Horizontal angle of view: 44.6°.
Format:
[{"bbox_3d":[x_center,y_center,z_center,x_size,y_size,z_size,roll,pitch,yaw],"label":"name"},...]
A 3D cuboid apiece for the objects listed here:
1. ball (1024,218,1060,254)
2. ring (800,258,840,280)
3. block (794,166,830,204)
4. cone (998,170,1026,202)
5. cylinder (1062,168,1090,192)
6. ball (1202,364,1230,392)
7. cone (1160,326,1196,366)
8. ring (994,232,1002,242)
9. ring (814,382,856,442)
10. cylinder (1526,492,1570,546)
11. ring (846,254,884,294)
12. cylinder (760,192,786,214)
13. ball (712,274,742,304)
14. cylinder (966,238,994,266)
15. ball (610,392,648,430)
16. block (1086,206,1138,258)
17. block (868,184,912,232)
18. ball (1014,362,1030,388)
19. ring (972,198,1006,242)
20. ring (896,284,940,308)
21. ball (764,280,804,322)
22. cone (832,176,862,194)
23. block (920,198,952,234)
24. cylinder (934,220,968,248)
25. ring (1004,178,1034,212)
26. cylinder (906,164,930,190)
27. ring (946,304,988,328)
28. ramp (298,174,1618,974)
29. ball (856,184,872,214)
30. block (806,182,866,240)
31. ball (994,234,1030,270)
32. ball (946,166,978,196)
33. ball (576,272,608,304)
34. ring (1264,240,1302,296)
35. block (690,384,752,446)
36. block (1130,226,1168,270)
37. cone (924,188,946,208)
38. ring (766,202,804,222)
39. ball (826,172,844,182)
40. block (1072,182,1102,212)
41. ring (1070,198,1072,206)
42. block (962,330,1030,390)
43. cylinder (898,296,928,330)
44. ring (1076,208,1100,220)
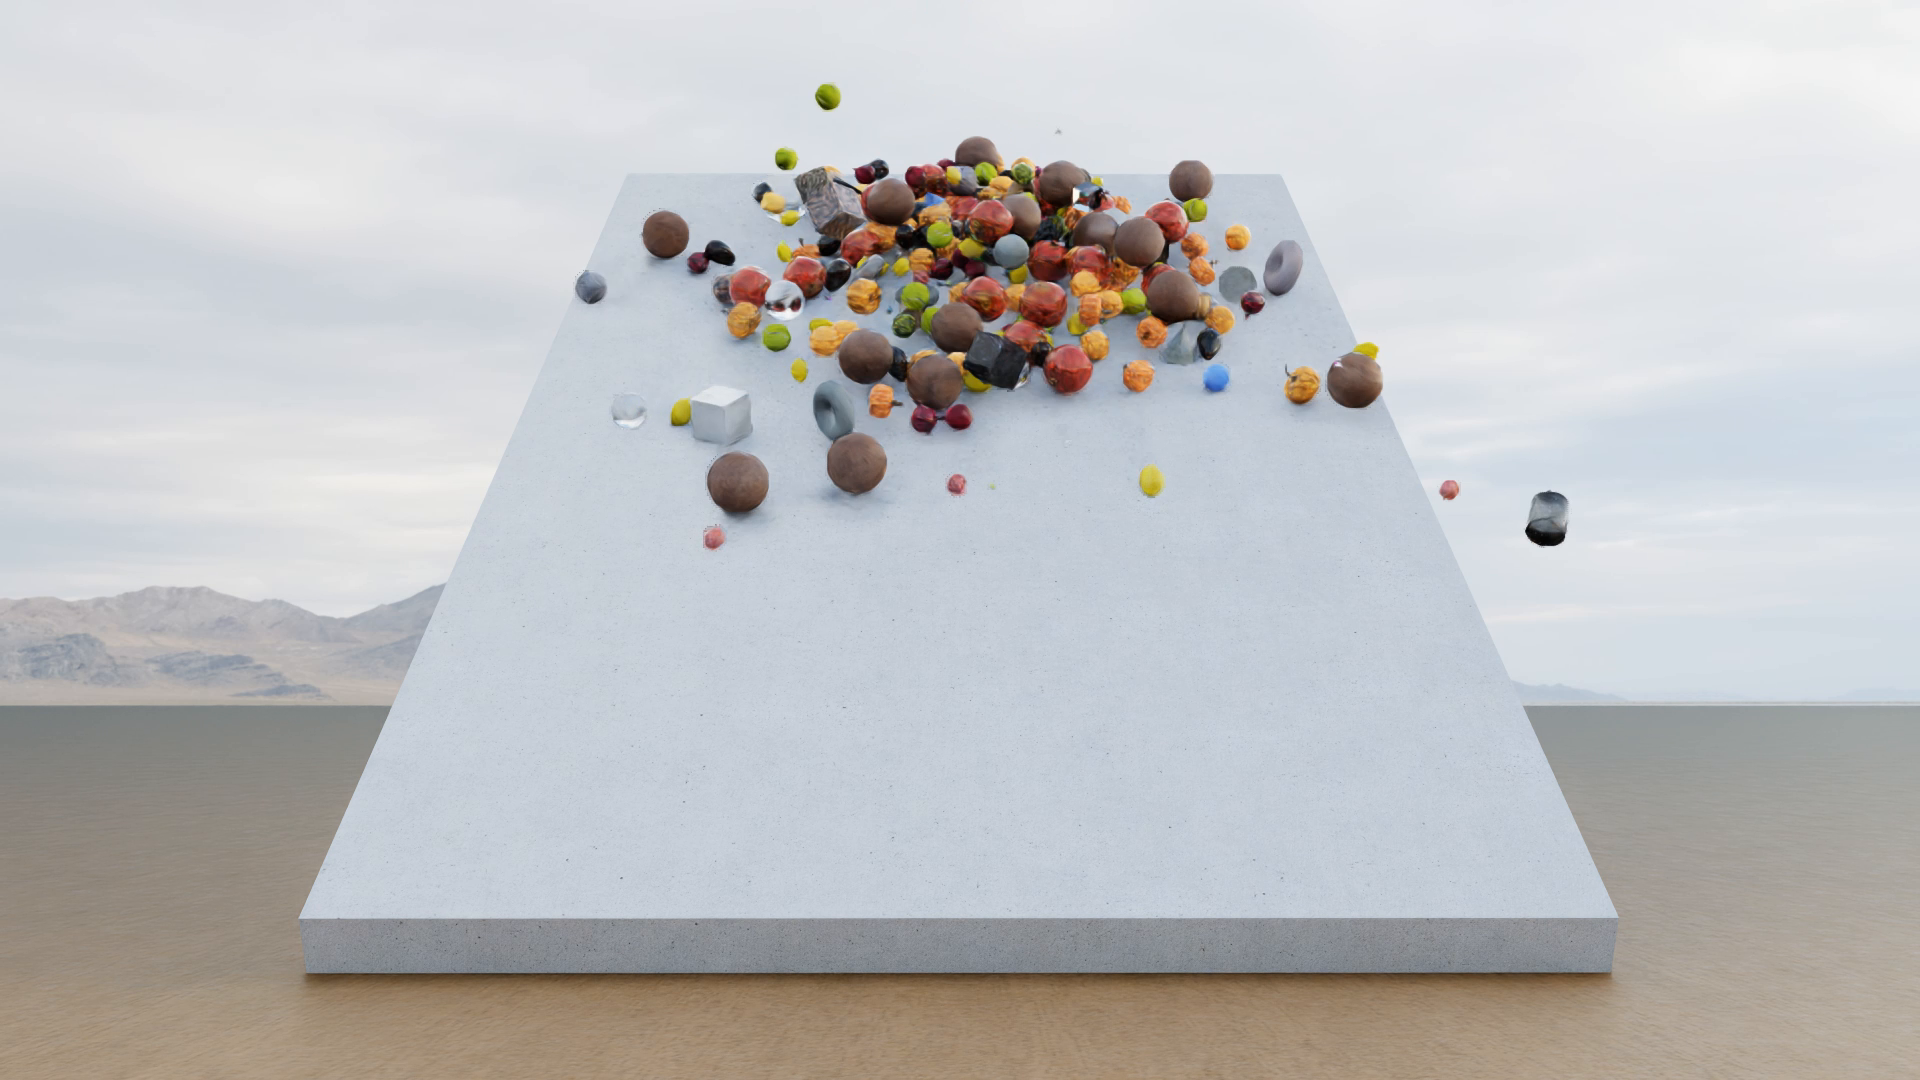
[{"bbox_3d":[0.226,-0.836,6.447,0.096,0.096,0.096,0,-4,0],"label":"ball"},{"bbox_3d":[-0.373,-0.725,6.278,0.109,0.036,0.109,-3,25,2],"label":"ring"},{"bbox_3d":[-0.428,-1.037,6.843,0.079,0.079,0.079,-24,6,-13],"label":"block"},{"bbox_3d":[0.139,-0.997,6.753,0.098,0.098,0.098,13,-42,12],"label":"cone"},{"bbox_3d":[0.327,-1.008,6.566,0.057,0.057,0.057,-3,18,33],"label":"cylinder"},{"bbox_3d":[0.603,-0.382,5.516,0.065,0.065,0.065,0,-4,0],"label":"ball"},{"bbox_3d":[0.537,-0.483,5.692,0.087,0.087,0.087,6,29,-3],"label":"cone"},{"bbox_3d":[0.080,-0.854,6.568,0.075,0.025,0.075,-1,29,1],"label":"ring"},{"bbox_3d":[-0.281,-0.286,5.217,0.046,0.139,0.139,-18,6,-30],"label":"ring"},{"bbox_3d":[1.370,-0.049,5.455,0.091,0.091,0.091,13,-41,12],"label":"cylinder"},{"bbox_3d":[-0.247,-0.690,6.091,0.042,0.126,0.126,43,-17,-13],"label":"ring"},{"bbox_3d":[-0.528,-0.954,6.631,0.052,0.052,0.052,17,-11,-28],"label":"cylinder"},{"bbox_3d":[-0.604,-0.653,6.074,0.077,0.077,0.077,0,-4,0],"label":"ball"},{"bbox_3d":[0.054,-0.777,6.339,0.057,0.057,0.057,-36,-13,11],"label":"cylinder"},{"bbox_3d":[-0.749,-0.292,5.295,0.083,0.083,0.083,0,-4,0],"label":"ball"},{"bbox_3d":[0.420,-0.847,6.447,0.090,0.090,0.090,38,39,20],"label":"block"},{"bbox_3d":[-0.201,-0.948,6.681,0.100,0.100,0.100,-9,27,-18],"label":"block"},{"bbox_3d":[0.125,-0.398,5.529,0.081,0.081,0.081,0,-4,0],"label":"ball"},{"bbox_3d":[0.081,-0.876,6.419,0.044,0.131,0.131,16,-12,-33],"label":"ring"},{"bbox_3d":[-0.110,-0.634,6.082,0.115,0.038,0.115,0,25,0],"label":"ring"},{"bbox_3d":[-0.433,-0.590,5.780,0.100,0.100,0.100,0,-4,0],"label":"ball"},{"bbox_3d":[-0.318,-0.996,6.698,0.083,0.083,0.083,4,-3,8],"label":"cone"},{"bbox_3d":[-0.070,-0.912,6.576,0.068,0.068,0.068,-9,-45,-16],"label":"block"},{"bbox_3d":[-0.025,-0.850,6.487,0.070,0.070,0.070,-1,11,21],"label":"cylinder"},{"bbox_3d":[0.167,-0.962,6.526,0.035,0.106,0.106,36,16,30],"label":"ring"},{"bbox_3d":[-0.125,-1.085,6.998,0.059,0.059,0.059,-17,1,0],"label":"cylinder"},{"bbox_3d":[0.018,-0.566,5.939,0.112,0.037,0.112,1,26,-1],"label":"ring"},{"bbox_3d":[-0.009,-0.229,5.380,2.000,0.100,4.000,0,25,0],"label":"ramp"},{"bbox_3d":[-0.277,-0.980,6.744,0.086,0.086,0.086,0,-4,0],"label":"ball"},{"bbox_3d":[-0.300,-0.794,5.650,0.091,0.091,0.091,-33,-26,28],"label":"block"},{"bbox_3d":[0.130,-0.729,5.939,0.091,0.091,0.091,0,-4,0],"label":"ball"},{"bbox_3d":[0.007,-1.015,6.622,0.088,0.088,0.088,0,-4,0],"label":"ball"},{"bbox_3d":[-0.955,-0.653,6.067,0.081,0.081,0.081,0,-4,0],"label":"ball"},{"bbox_3d":[0.846,-0.713,6.127,0.050,0.150,0.150,14,-9,-20],"label":"ring"},{"bbox_3d":[-0.534,-0.279,5.243,0.095,0.095,0.095,13,30,29],"label":"block"},{"bbox_3d":[0.514,-0.795,6.365,0.093,0.093,0.093,-1,25,-2],"label":"block"},{"bbox_3d":[-0.062,-0.946,6.527,0.054,0.054,0.054,10,-8,-30],"label":"cone"},{"bbox_3d":[-0.502,-0.946,6.749,0.111,0.037,0.111,-1,24,0],"label":"ring"},{"bbox_3d":[-0.378,-1.052,6.928,0.078,0.078,0.078,0,-4,0],"label":"ball"},{"bbox_3d":[0.344,-0.927,6.338,0.056,0.056,0.056,27,42,33],"label":"block"},{"bbox_3d":[0.352,-0.995,6.796,0.079,0.026,0.079,-32,21,14],"label":"ring"},{"bbox_3d":[0.082,-0.415,5.410,0.093,0.093,0.093,9,23,-43],"label":"block"},{"bbox_3d":[-0.119,-0.574,5.921,0.065,0.065,0.065,1,26,-10],"label":"cylinder"},{"bbox_3d":[0.368,-0.964,6.713,0.031,0.094,0.094,2,-4,-36],"label":"ring"}]
